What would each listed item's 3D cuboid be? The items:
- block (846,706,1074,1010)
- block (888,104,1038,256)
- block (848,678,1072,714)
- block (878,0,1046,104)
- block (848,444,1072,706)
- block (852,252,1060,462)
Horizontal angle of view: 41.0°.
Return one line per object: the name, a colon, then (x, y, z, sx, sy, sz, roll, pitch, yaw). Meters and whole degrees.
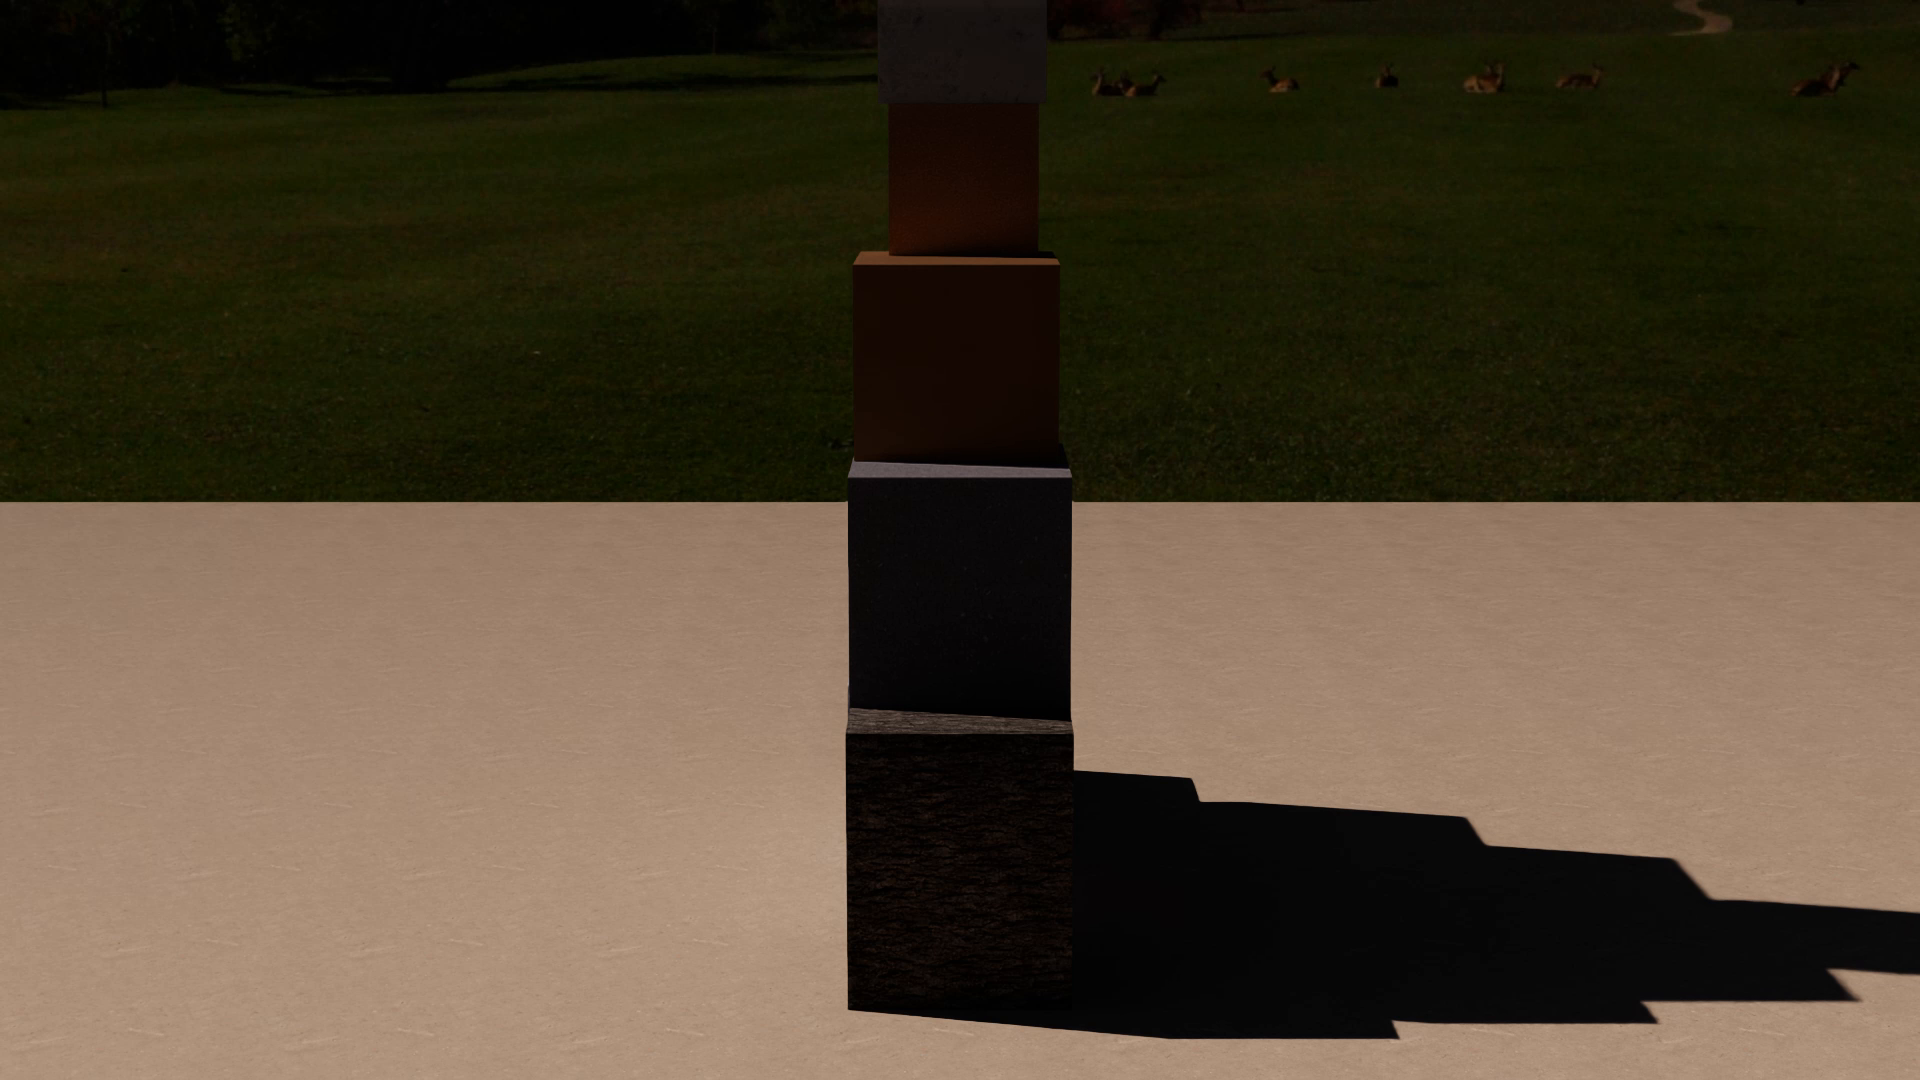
block: (-0.001, 1.167, 10.123, 0.851, 1.081, 0.965, 0, 10, 0)
block: (0.015, -1.541, 10.917, 0.617, 0.622, 0.700, 0, 10, 0)
block: (-0.004, 0.977, 11.865, 0.988, 0.833, 0.918, 0, 10, 0)
block: (0.009, -2.150, 10.813, 0.691, 0.613, 0.685, 0, 10, 0)
block: (0.000, 0.122, 10.342, 0.857, 0.897, 0.964, 0, 10, 0)
block: (-0.014, -0.771, 10.577, 0.816, 0.781, 0.844, 0, 10, 0)
